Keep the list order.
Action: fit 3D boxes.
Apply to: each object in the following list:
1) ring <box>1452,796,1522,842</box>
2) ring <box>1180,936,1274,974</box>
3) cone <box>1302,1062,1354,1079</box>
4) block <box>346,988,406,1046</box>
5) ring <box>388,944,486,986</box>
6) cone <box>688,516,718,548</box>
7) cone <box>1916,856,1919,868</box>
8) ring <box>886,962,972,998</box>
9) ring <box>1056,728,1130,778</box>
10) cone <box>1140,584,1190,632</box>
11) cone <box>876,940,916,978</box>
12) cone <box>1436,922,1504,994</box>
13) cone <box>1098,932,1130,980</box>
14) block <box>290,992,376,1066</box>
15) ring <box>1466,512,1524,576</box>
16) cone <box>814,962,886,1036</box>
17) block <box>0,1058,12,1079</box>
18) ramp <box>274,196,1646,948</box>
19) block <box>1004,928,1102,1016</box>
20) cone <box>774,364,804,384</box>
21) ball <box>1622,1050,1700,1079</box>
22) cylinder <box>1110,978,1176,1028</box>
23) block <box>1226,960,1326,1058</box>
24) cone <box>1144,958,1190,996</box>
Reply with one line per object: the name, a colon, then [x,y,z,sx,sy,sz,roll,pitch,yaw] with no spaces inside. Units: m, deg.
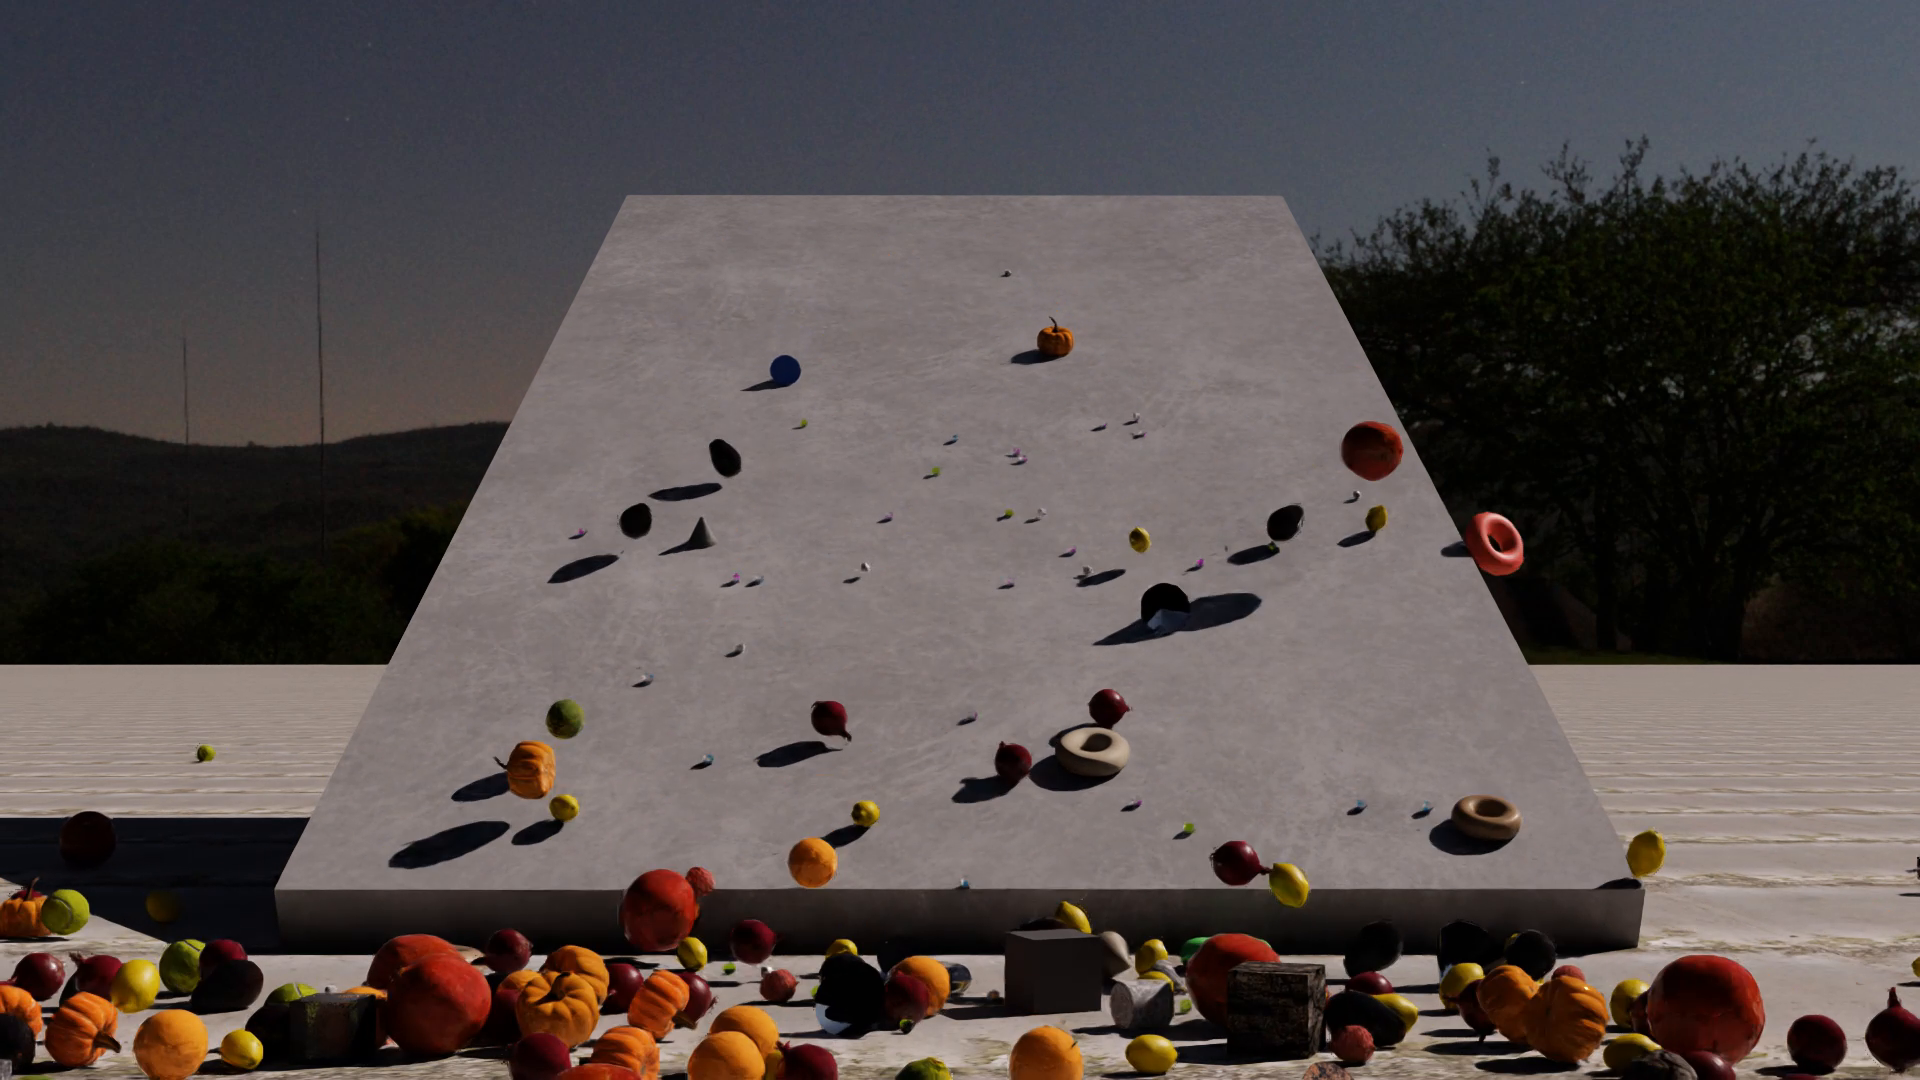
ring: [0.805,0.424,3.529,0.107,0.036,0.107,1,23,-1]
ring: [0.365,0.568,3.164,0.128,0.043,0.128,0,-4,0]
cone: [0.293,0.508,1.991,0.091,0.091,0.091,3,-31,-45]
block: [-0.655,0.532,2.580,0.054,0.054,0.054,0,-3,8]
ring: [-0.691,0.563,3.058,0.128,0.043,0.128,1,-3,0]
cone: [-0.507,-0.022,4.545,0.059,0.059,0.059,0,23,0]
cone: [1.981,0.649,4.653,0.072,0.072,0.072,3,23,-42]
ring: [-0.039,0.560,2.947,0.109,0.036,0.109,0,-4,0]
ring: [0.214,0.341,3.716,0.122,0.041,0.122,-1,24,0]
cone: [0.368,0.126,4.225,0.089,0.089,0.089,0,-4,-3]
cone: [-0.098,0.571,3.076,0.058,0.058,0.058,2,-30,-34]
cone: [0.637,0.557,2.970,0.095,0.095,0.095,-2,23,39]
cone: [0.208,0.553,3.034,0.065,0.065,0.065,1,4,-24]
block: [-0.665,0.519,2.453,0.066,0.066,0.066,-1,-3,10]
ring: [1.054,0.008,4.557,0.135,0.135,0.045,2,-26,-31]
cone: [-0.108,0.543,2.659,0.089,0.089,0.089,-1,-30,26]
block: [-0.868,0.486,1.962,0.082,0.082,0.082,-2,-3,30]
ramp: [-0.007,-0.225,5.230,2.000,0.100,4.000,0,23,0]
block: [0.113,0.527,2.823,0.089,0.089,0.089,1,-3,-22]
cone: [-0.414,-0.396,5.461,0.071,0.071,0.071,1,22,-23]
ball: [0.638,0.500,2.103,0.070,0.070,0.070,0,-3,0]
cylinder: [0.211,0.536,2.673,0.054,0.054,0.054,15,-10,-30]
block: [0.345,0.511,2.520,0.089,0.089,0.089,-1,-3,21]
cone: [0.266,0.556,2.880,0.053,0.053,0.053,18,10,43]
